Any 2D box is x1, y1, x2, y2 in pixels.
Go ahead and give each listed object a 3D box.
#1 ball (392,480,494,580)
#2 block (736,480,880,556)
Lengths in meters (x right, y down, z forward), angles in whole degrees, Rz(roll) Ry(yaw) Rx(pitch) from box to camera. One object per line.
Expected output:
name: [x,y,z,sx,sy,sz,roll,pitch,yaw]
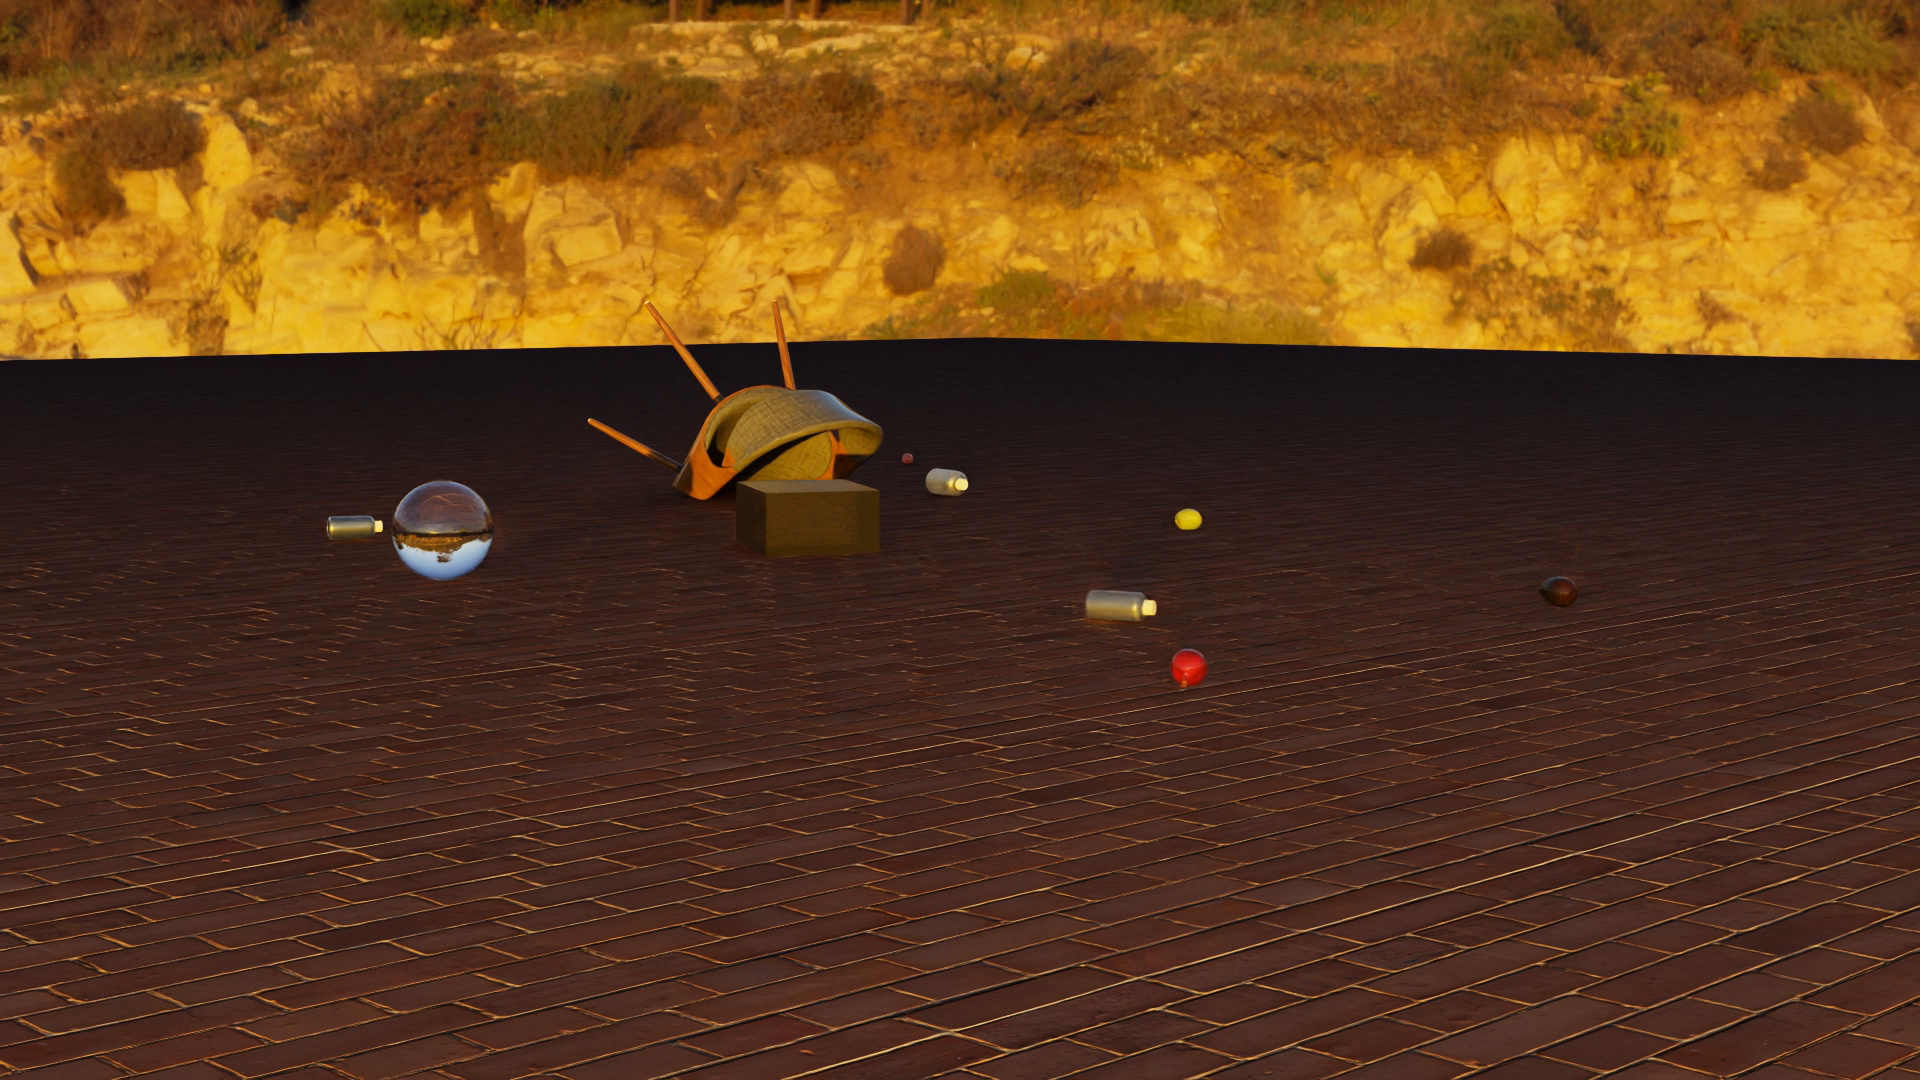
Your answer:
ball: [-1.120,-0.020,5.551,0.217,0.217,0.217,0,6,0]
block: [-0.373,-0.056,6.226,0.275,0.150,0.357,-2,6,-16]
